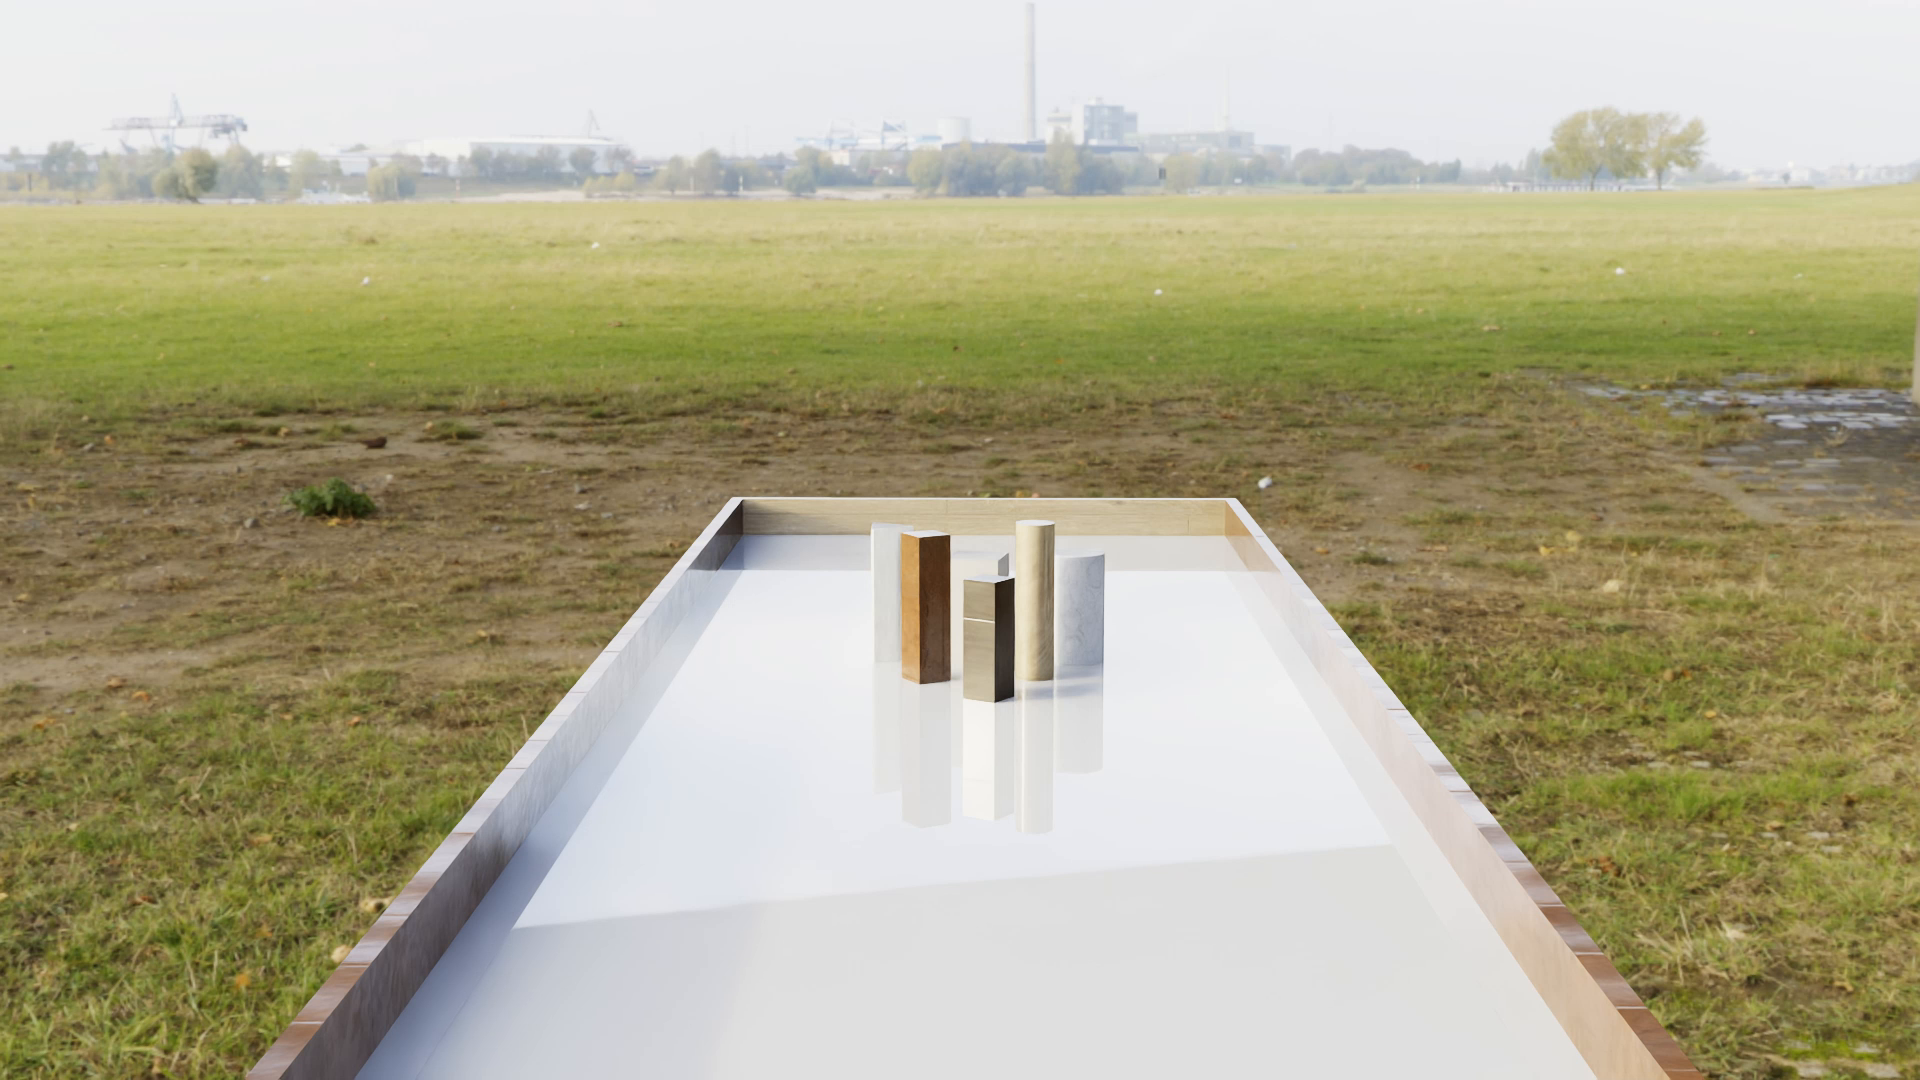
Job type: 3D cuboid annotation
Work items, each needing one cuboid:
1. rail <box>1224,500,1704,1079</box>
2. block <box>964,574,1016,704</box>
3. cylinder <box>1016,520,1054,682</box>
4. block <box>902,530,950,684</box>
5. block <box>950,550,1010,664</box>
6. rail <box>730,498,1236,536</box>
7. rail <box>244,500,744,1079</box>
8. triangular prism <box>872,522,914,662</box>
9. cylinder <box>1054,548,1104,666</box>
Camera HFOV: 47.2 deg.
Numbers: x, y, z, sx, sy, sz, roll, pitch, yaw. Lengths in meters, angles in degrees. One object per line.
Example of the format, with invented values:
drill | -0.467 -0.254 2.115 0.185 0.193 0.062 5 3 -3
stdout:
rail | 1.046 0.843 3.208 0.050 0.150 12.000 0 9 1
block | 0.082 0.276 6.181 0.105 0.341 0.105 6 11 33
cylinder | 0.219 0.176 6.429 0.114 0.459 0.114 0 9 0
block | -0.099 0.194 6.405 0.105 0.431 0.105 -5 10 -30
block | 0.053 0.205 6.687 0.160 0.321 0.160 2 9 13
rail | 0.099 -0.098 9.147 2.100 0.150 0.050 0 9 1
rail | -1.004 0.839 3.234 0.050 0.150 12.000 0 9 1
triangular prism | -0.233 0.156 6.715 0.143 0.409 0.124 -5 10 -30
cylinder | 0.355 0.202 6.668 0.166 0.334 0.166 0 9 0
